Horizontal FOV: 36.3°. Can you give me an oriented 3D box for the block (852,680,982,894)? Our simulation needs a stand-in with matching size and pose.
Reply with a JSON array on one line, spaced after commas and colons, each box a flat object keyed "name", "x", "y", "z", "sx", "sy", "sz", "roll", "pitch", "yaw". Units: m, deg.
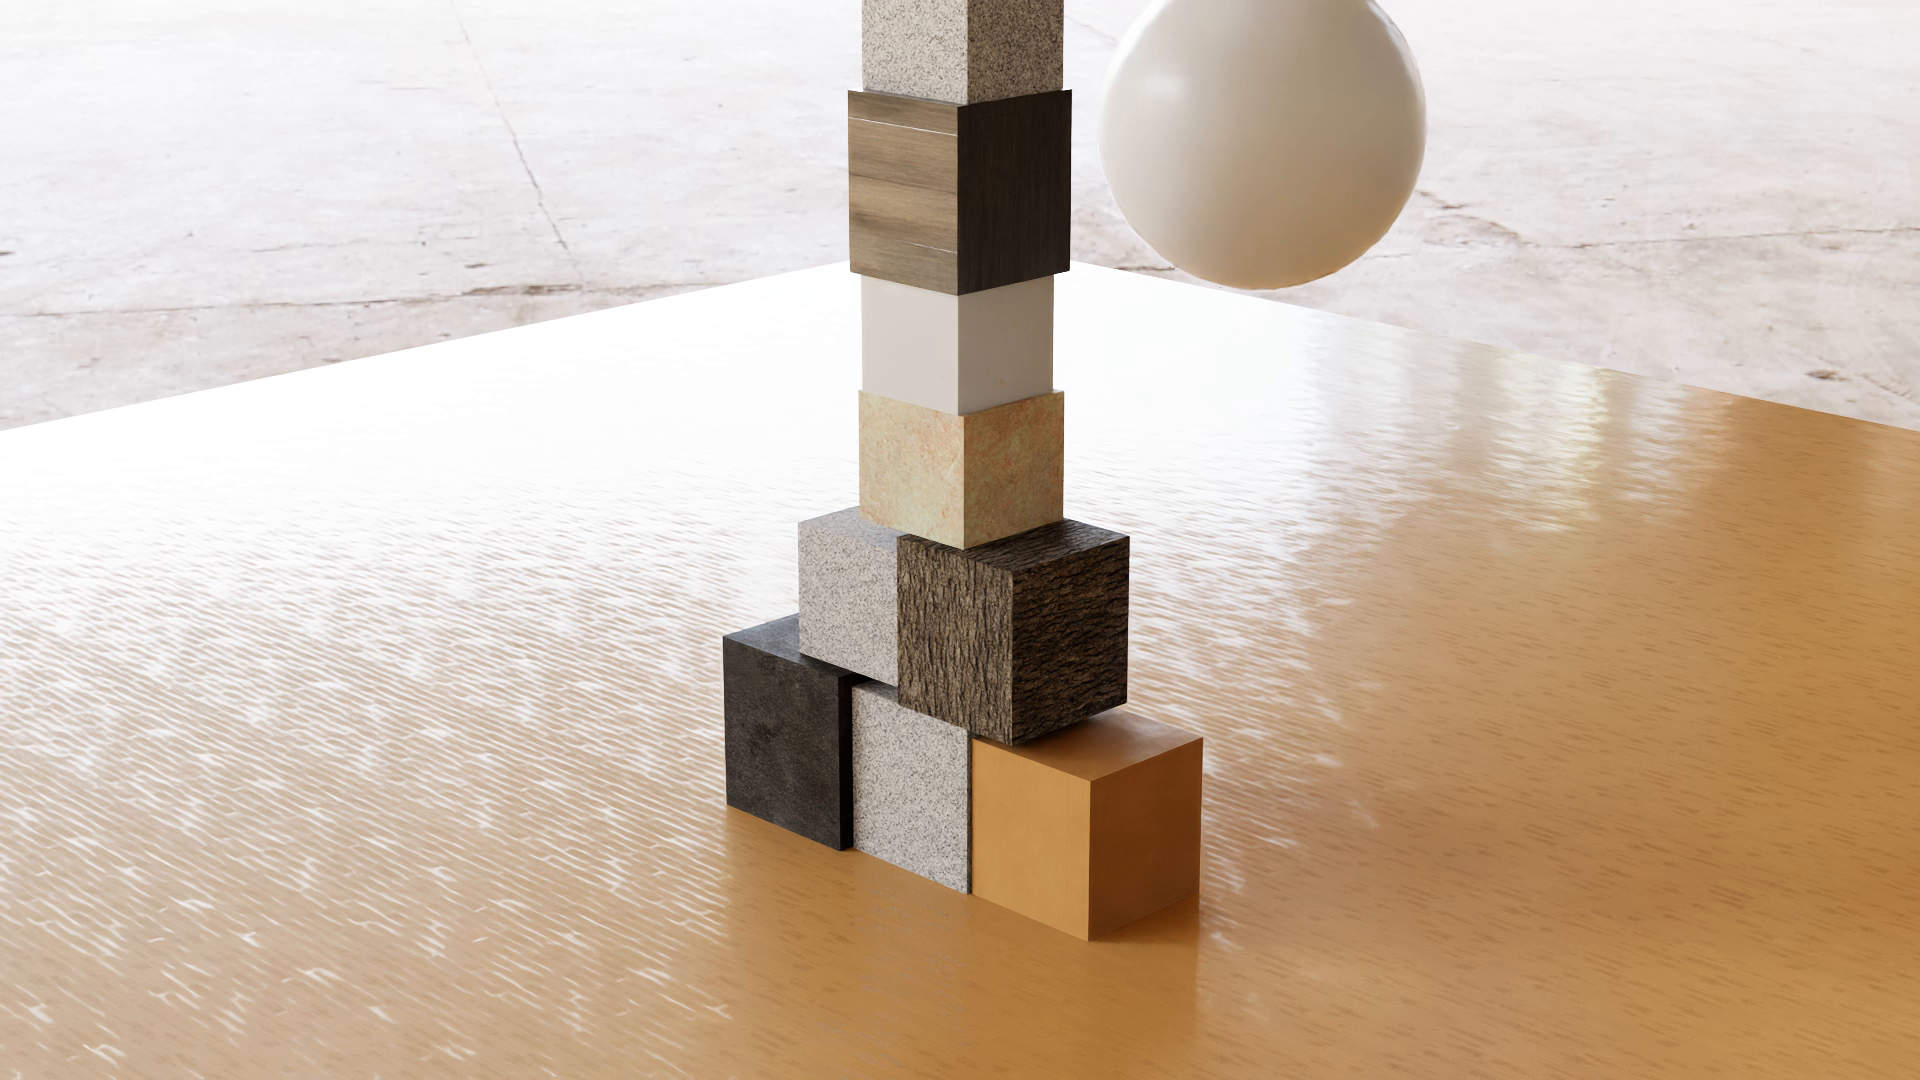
[{"name": "block", "x": 0.049, "y": 1.054, "z": 13.649, "sx": 0.800, "sy": 0.804, "sz": 0.749, "roll": -17, "pitch": 24, "yaw": -42}]

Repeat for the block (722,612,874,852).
[{"name": "block", "x": -0.528, "y": 0.862, "z": 14.156, "sx": 0.903, "sy": 0.867, "sz": 0.814, "roll": -17, "pitch": 24, "yaw": -42}]

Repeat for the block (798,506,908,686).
[{"name": "block", "x": -0.267, "y": 0.225, "z": 13.673, "sx": 0.679, "sy": 0.639, "sz": 0.699, "roll": -17, "pitch": 24, "yaw": -42}]

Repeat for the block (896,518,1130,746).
[{"name": "block", "x": 0.238, "y": 0.363, "z": 13.180, "sx": 0.753, "sy": 0.795, "sz": 0.719, "roll": -17, "pitch": 24, "yaw": -42}]

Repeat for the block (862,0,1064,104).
[{"name": "block", "x": 0.011, "y": -2.252, "z": 12.646, "sx": 0.590, "sy": 0.609, "sz": 0.645, "roll": -17, "pitch": 24, "yaw": -42}]

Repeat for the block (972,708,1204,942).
[{"name": "block", "x": 0.569, "y": 1.238, "z": 13.154, "sx": 0.744, "sy": 0.751, "sz": 0.712, "roll": -17, "pitch": 24, "yaw": -42}]

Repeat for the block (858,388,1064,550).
[{"name": "block", "x": 0.006, "y": -0.384, "z": 13.228, "sx": 0.643, "sy": 0.602, "sz": 0.669, "roll": -17, "pitch": 24, "yaw": -42}]

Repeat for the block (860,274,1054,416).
[{"name": "block", "x": -0.011, "y": -0.925, "z": 13.040, "sx": 0.603, "sy": 0.542, "sz": 0.607, "roll": -17, "pitch": 24, "yaw": -42}]

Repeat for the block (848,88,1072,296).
[{"name": "block", "x": 0.000, "y": -1.572, "z": 12.848, "sx": 0.707, "sy": 0.809, "sz": 0.675, "roll": -17, "pitch": 24, "yaw": -42}]

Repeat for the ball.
[{"name": "ball", "x": 1.467, "y": -2.013, "z": 14.246, "sx": 1.600, "sy": 1.600, "sz": 1.600, "roll": 0, "pitch": 17, "yaw": 0}]
